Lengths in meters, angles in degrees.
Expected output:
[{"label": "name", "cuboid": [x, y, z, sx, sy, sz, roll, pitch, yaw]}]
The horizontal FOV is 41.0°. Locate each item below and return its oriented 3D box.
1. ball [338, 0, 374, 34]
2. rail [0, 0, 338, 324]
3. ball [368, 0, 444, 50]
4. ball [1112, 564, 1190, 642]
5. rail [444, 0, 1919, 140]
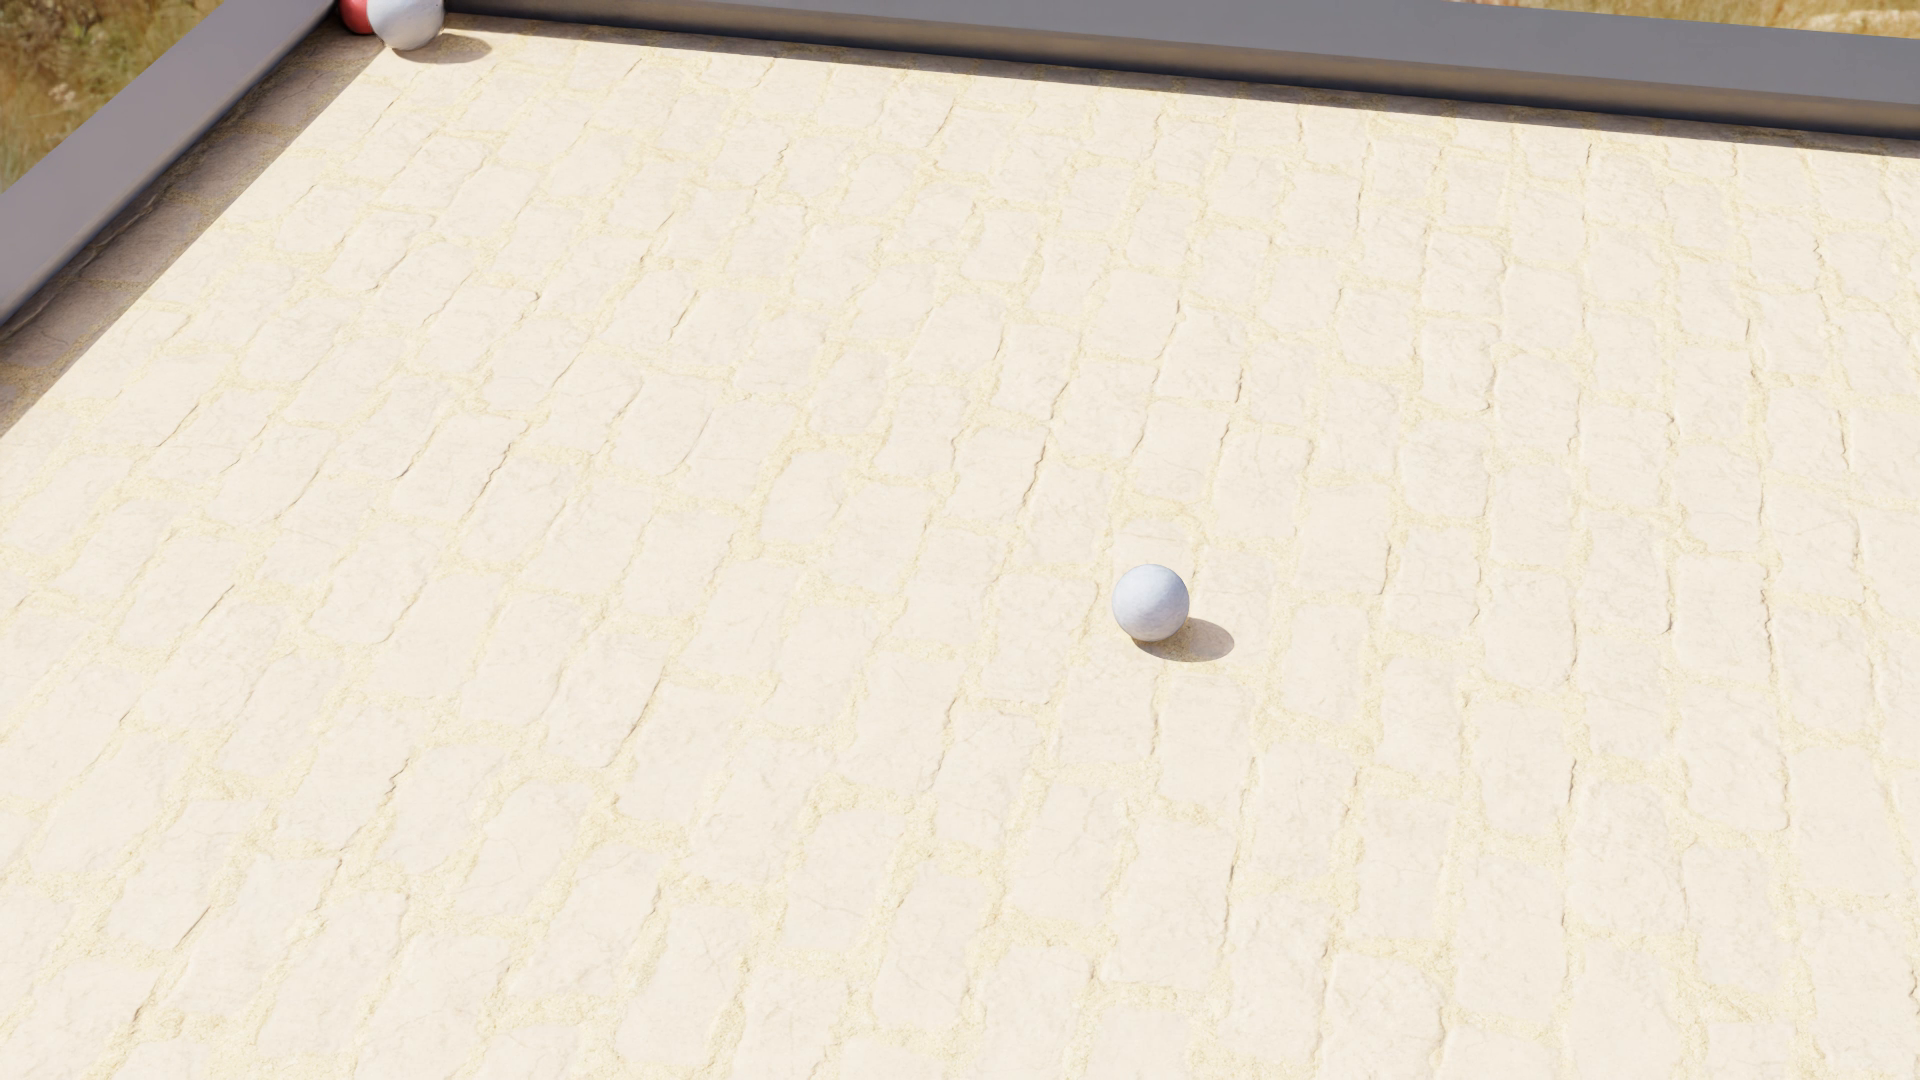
[{"label": "ball", "cuboid": [-0.652, -0.580, 2.801, 0.053, 0.053, 0.053, 0, 34, 0]}, {"label": "rail", "cuboid": [-0.872, -0.123, 2.083, 0.045, 0.106, 1.902, 7, 35, 10]}, {"label": "ball", "cuboid": [-0.596, -0.569, 2.761, 0.082, 0.082, 0.082, 0, 34, 0]}, {"label": "ball", "cuboid": [0.140, 0.046, 1.881, 0.057, 0.057, 0.057, 0, 34, 0]}, {"label": "rail", "cuboid": [1.089, -0.421, 2.520, 3.662, 0.106, 0.045, 7, 35, 10]}]
